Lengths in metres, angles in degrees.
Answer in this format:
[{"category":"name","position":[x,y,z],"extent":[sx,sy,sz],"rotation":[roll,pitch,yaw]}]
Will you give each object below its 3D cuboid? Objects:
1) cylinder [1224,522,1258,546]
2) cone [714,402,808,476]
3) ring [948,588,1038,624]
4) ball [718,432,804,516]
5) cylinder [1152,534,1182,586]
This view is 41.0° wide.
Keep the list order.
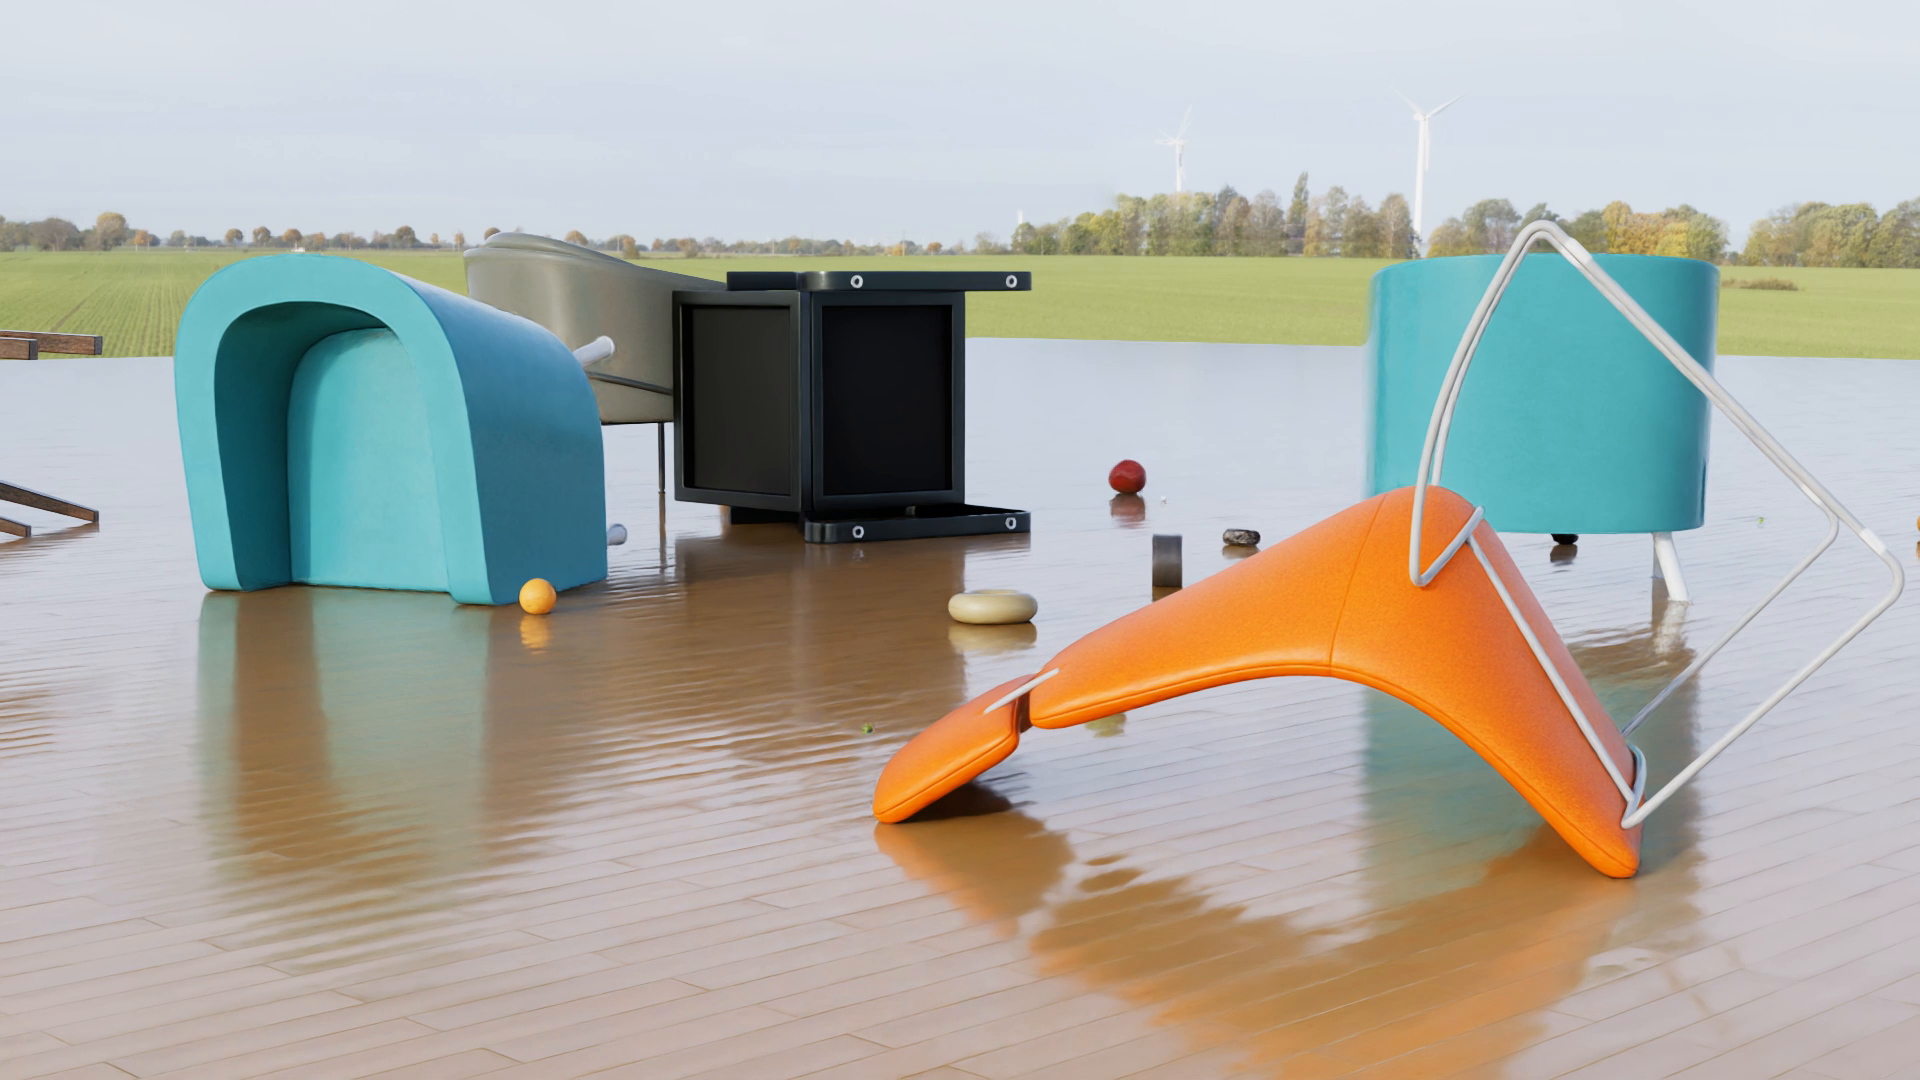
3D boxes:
[{"category":"cylinder","position":[0.690,-0.006,6.286],"extent":[0.071,0.037,0.059],"rotation":[37,0,23]},{"category":"cone","position":[-0.716,-0.263,8.341],"extent":[0.320,0.276,0.348],"rotation":[-5,-14,-36]},{"category":"ring","position":[0.064,0.127,4.909],"extent":[0.176,0.057,0.156],"rotation":[-2,5,-24]},{"category":"ball","position":[-0.546,-0.180,7.018],"extent":[0.234,0.234,0.234],"rotation":[0,6,0]},{"category":"cylinder","position":[0.440,0.043,5.448],"extent":[0.063,0.111,0.113],"rotation":[1,-34,5]}]
